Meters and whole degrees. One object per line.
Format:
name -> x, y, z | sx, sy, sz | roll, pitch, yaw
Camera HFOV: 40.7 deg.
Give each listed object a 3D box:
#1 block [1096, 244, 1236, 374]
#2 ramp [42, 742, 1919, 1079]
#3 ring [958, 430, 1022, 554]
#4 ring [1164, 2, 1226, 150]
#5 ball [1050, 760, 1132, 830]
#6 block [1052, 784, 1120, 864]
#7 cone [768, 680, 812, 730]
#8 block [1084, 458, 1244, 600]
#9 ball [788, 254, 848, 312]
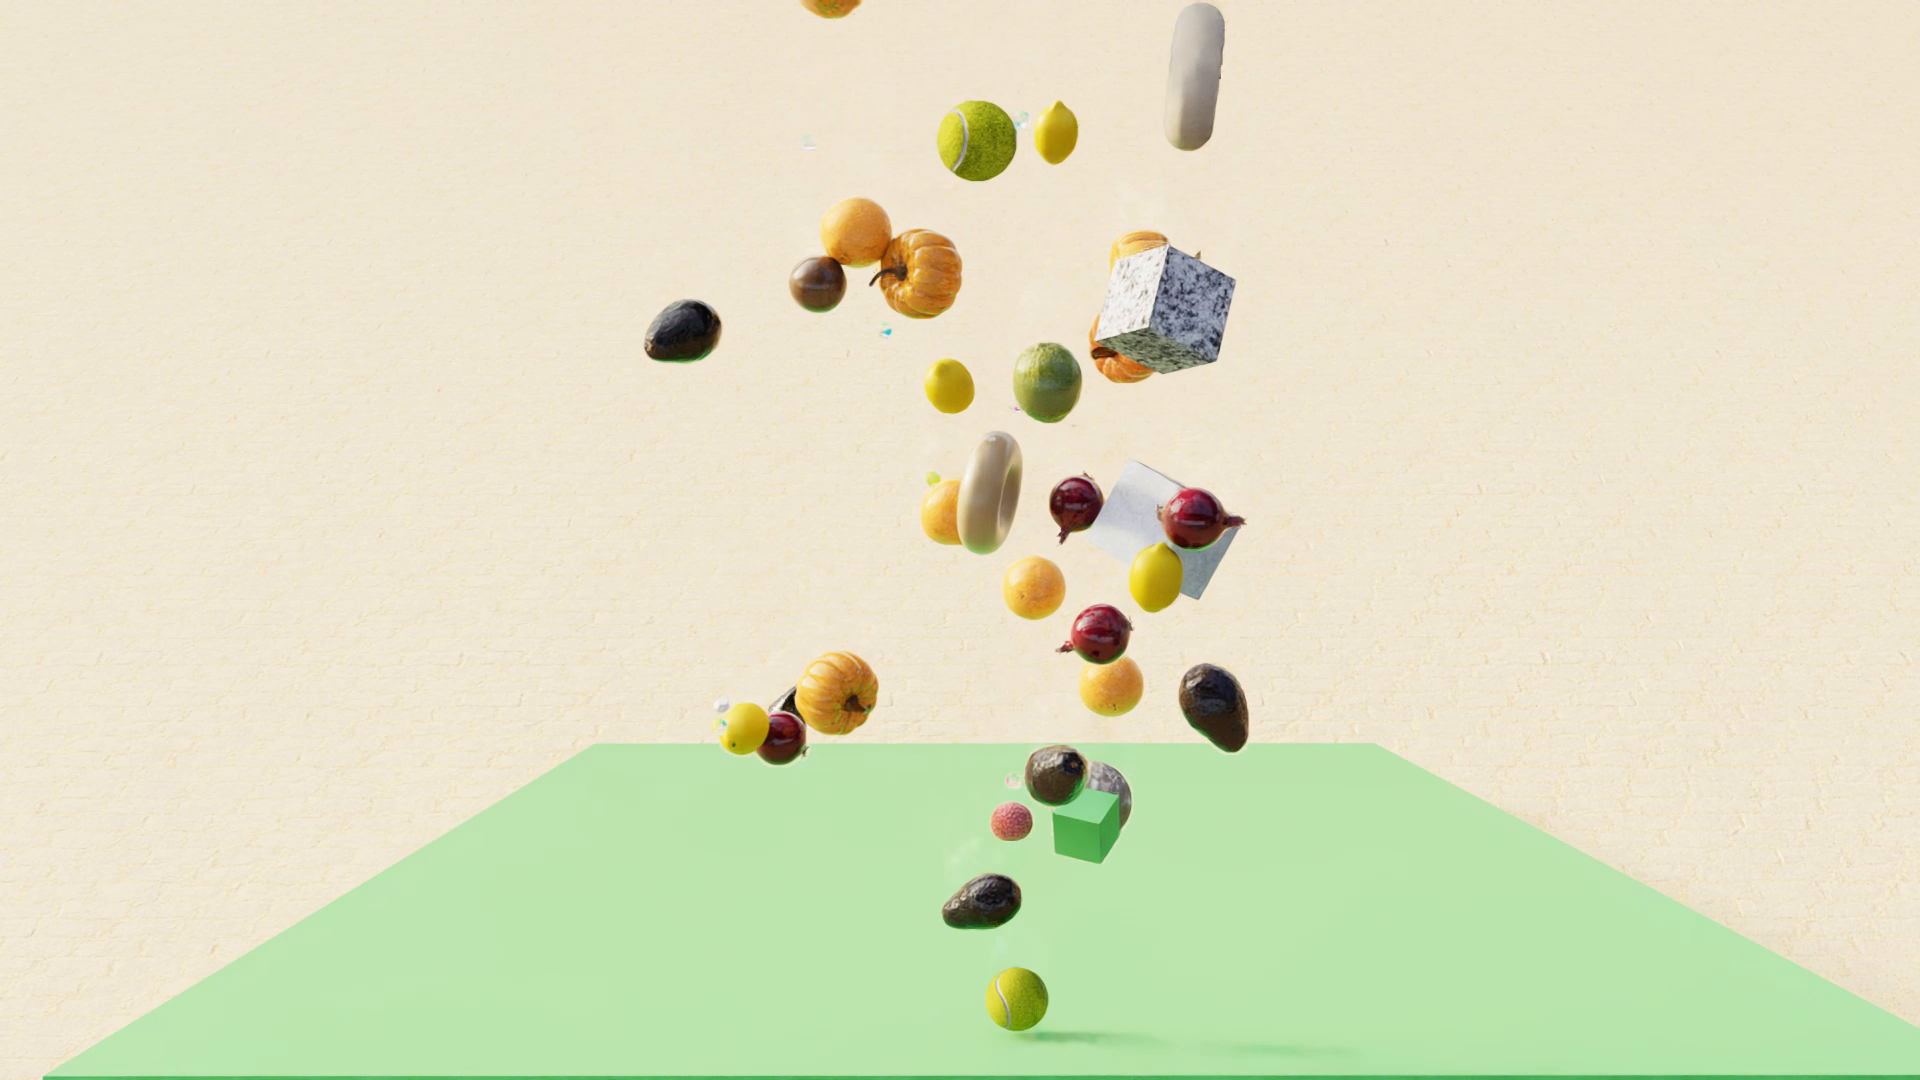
block -> 0.193, -0.215, 2.425 | 0.083, 0.083, 0.083 | 23, -17, -29
ramp -> 0.065, 0.583, 4.630 | 2.000, 0.100, 4.000 | 0, 0, 0
ring -> 0.031, -0.049, 2.673 | 0.043, 0.130, 0.130 | 11, 31, 13
ring -> 0.193, -0.381, 2.128 | 0.041, 0.122, 0.122 | 7, 30, 6
ball -> 0.139, 0.277, 2.740 | 0.086, 0.086, 0.086 | 0, 29, 0
block -> 0.128, 0.288, 2.621 | 0.051, 0.051, 0.051 | 11, 34, 23
cone -> -0.181, 0.174, 2.857 | 0.051, 0.051, 0.051 | 15, 31, -9
block -> 0.211, -0.011, 2.664 | 0.096, 0.096, 0.096 | 33, 7, 37
ball -> -0.142, -0.256, 2.583 | 0.058, 0.058, 0.058 | 0, 29, 0
